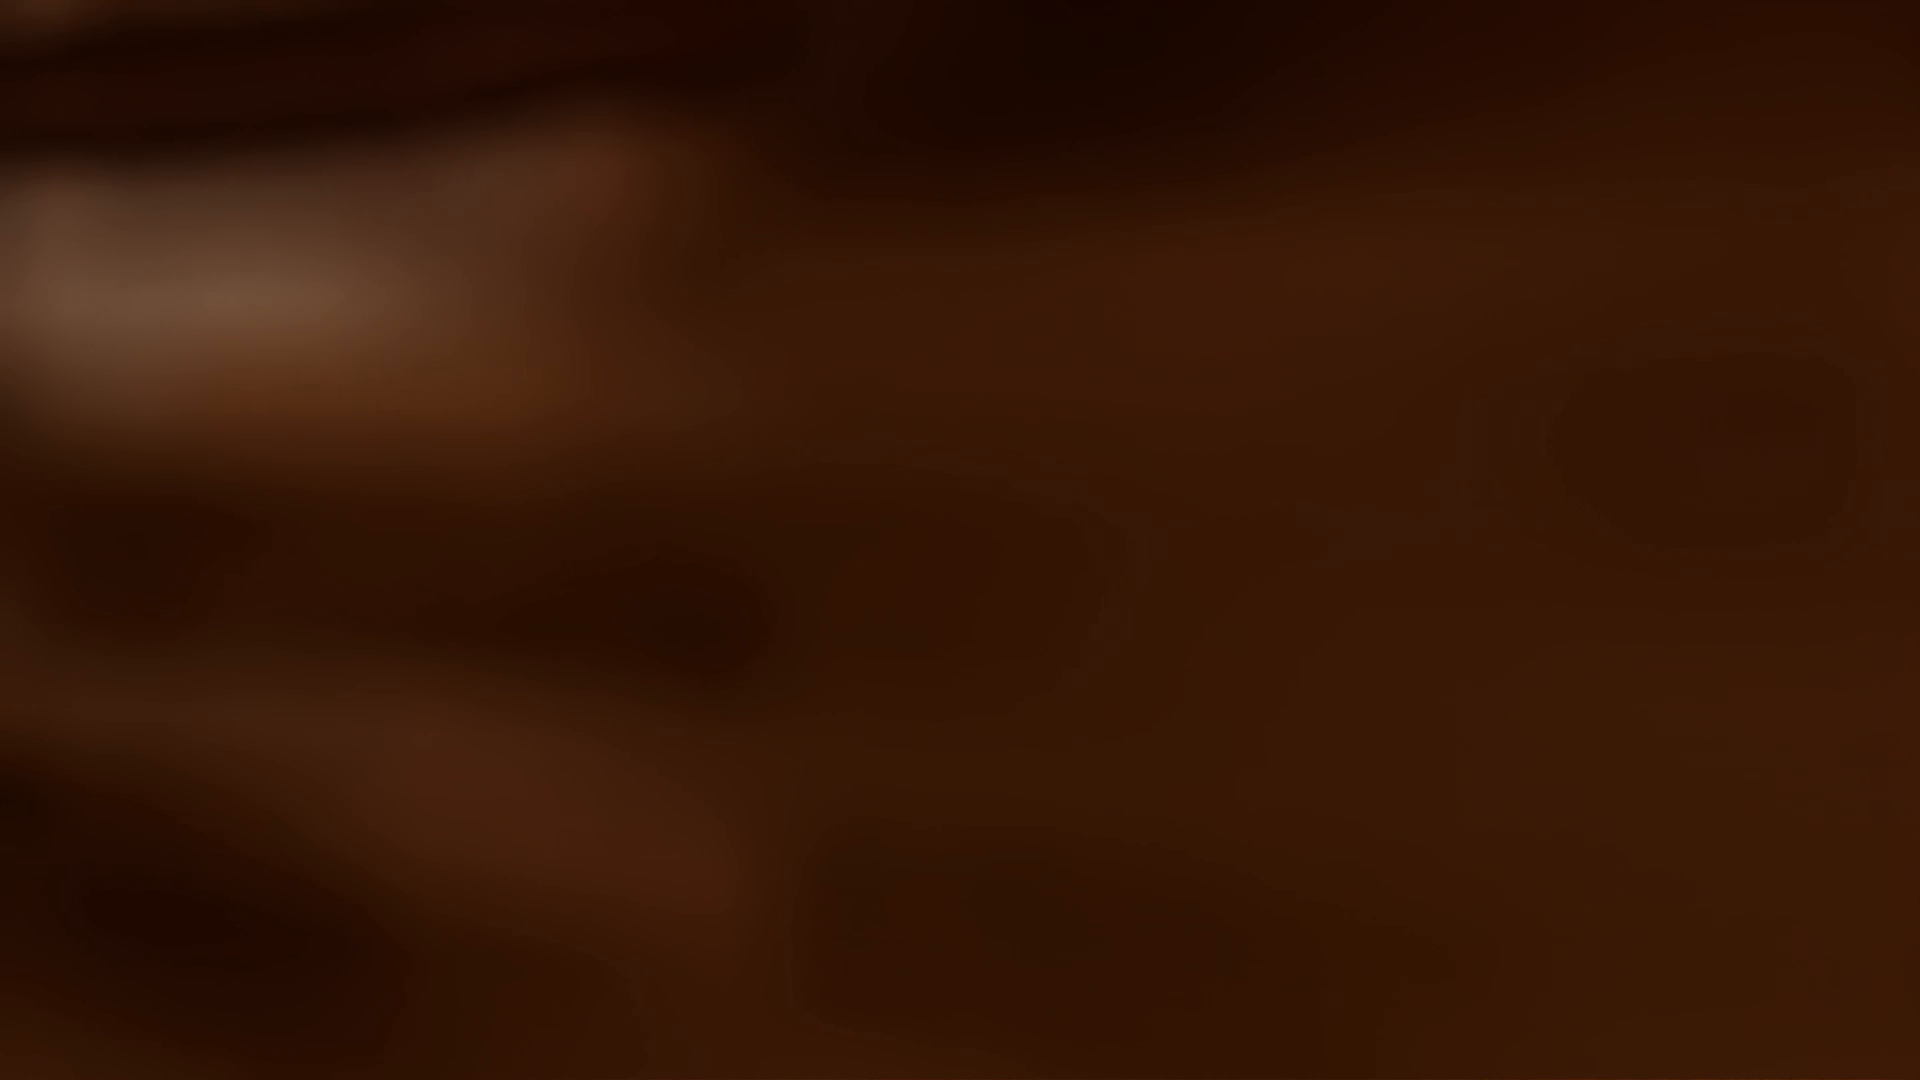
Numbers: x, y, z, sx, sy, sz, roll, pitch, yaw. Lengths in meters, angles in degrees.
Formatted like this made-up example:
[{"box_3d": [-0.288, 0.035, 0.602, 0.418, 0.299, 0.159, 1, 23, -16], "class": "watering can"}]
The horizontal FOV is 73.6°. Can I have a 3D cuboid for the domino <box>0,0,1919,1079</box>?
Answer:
[{"box_3d": [0.000, 0.016, 0.016, 0.025, 0.050, 0.010, 1, 4, 16], "class": "domino"}]
